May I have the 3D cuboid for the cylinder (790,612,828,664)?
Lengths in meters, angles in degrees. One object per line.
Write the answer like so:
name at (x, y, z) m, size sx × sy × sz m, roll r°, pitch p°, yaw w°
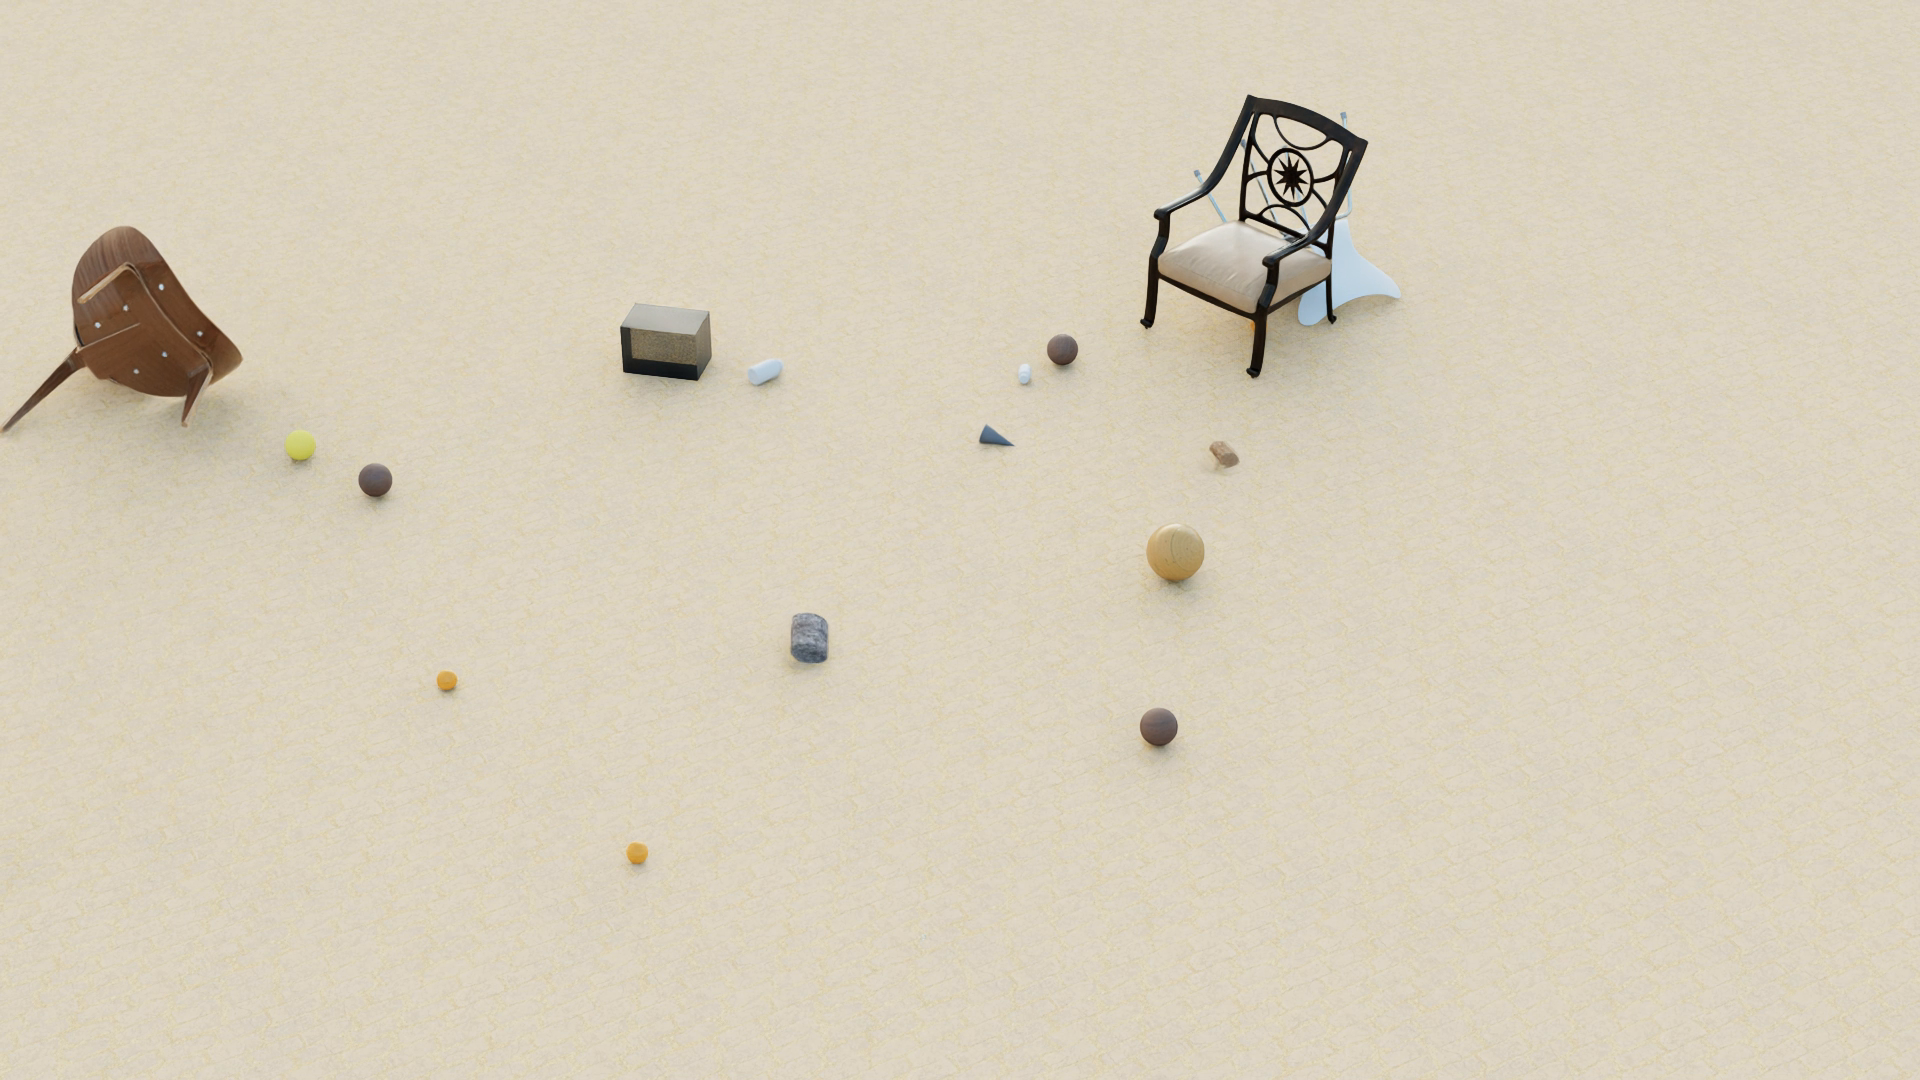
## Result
cylinder at (-0.532, 0.346, 10.340) m, size 0.132 × 0.081 × 0.191 m, roll 15°, pitch 32°, yaw -11°

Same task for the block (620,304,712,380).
block at (-1.199, -0.810, 11.978) m, size 0.317 × 0.214 × 0.204 m, roll 7°, pitch 34°, yaw 10°

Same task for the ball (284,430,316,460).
ball at (-2.564, -0.369, 11.397) m, size 0.119 × 0.119 × 0.119 m, roll 0°, pitch 33°, yaw 0°

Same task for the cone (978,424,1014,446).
cone at (0.154, -0.394, 11.509) m, size 0.140 × 0.075 × 0.082 m, roll 23°, pitch 46°, yaw 7°

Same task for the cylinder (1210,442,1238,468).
cylinder at (1.025, -0.333, 11.385) m, size 0.087 × 0.061 × 0.092 m, roll 21°, pitch 19°, yaw -36°

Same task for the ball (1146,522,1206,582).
ball at (0.786, 0.043, 10.685) m, size 0.214 × 0.214 × 0.214 m, roll 0°, pitch 33°, yaw 0°
